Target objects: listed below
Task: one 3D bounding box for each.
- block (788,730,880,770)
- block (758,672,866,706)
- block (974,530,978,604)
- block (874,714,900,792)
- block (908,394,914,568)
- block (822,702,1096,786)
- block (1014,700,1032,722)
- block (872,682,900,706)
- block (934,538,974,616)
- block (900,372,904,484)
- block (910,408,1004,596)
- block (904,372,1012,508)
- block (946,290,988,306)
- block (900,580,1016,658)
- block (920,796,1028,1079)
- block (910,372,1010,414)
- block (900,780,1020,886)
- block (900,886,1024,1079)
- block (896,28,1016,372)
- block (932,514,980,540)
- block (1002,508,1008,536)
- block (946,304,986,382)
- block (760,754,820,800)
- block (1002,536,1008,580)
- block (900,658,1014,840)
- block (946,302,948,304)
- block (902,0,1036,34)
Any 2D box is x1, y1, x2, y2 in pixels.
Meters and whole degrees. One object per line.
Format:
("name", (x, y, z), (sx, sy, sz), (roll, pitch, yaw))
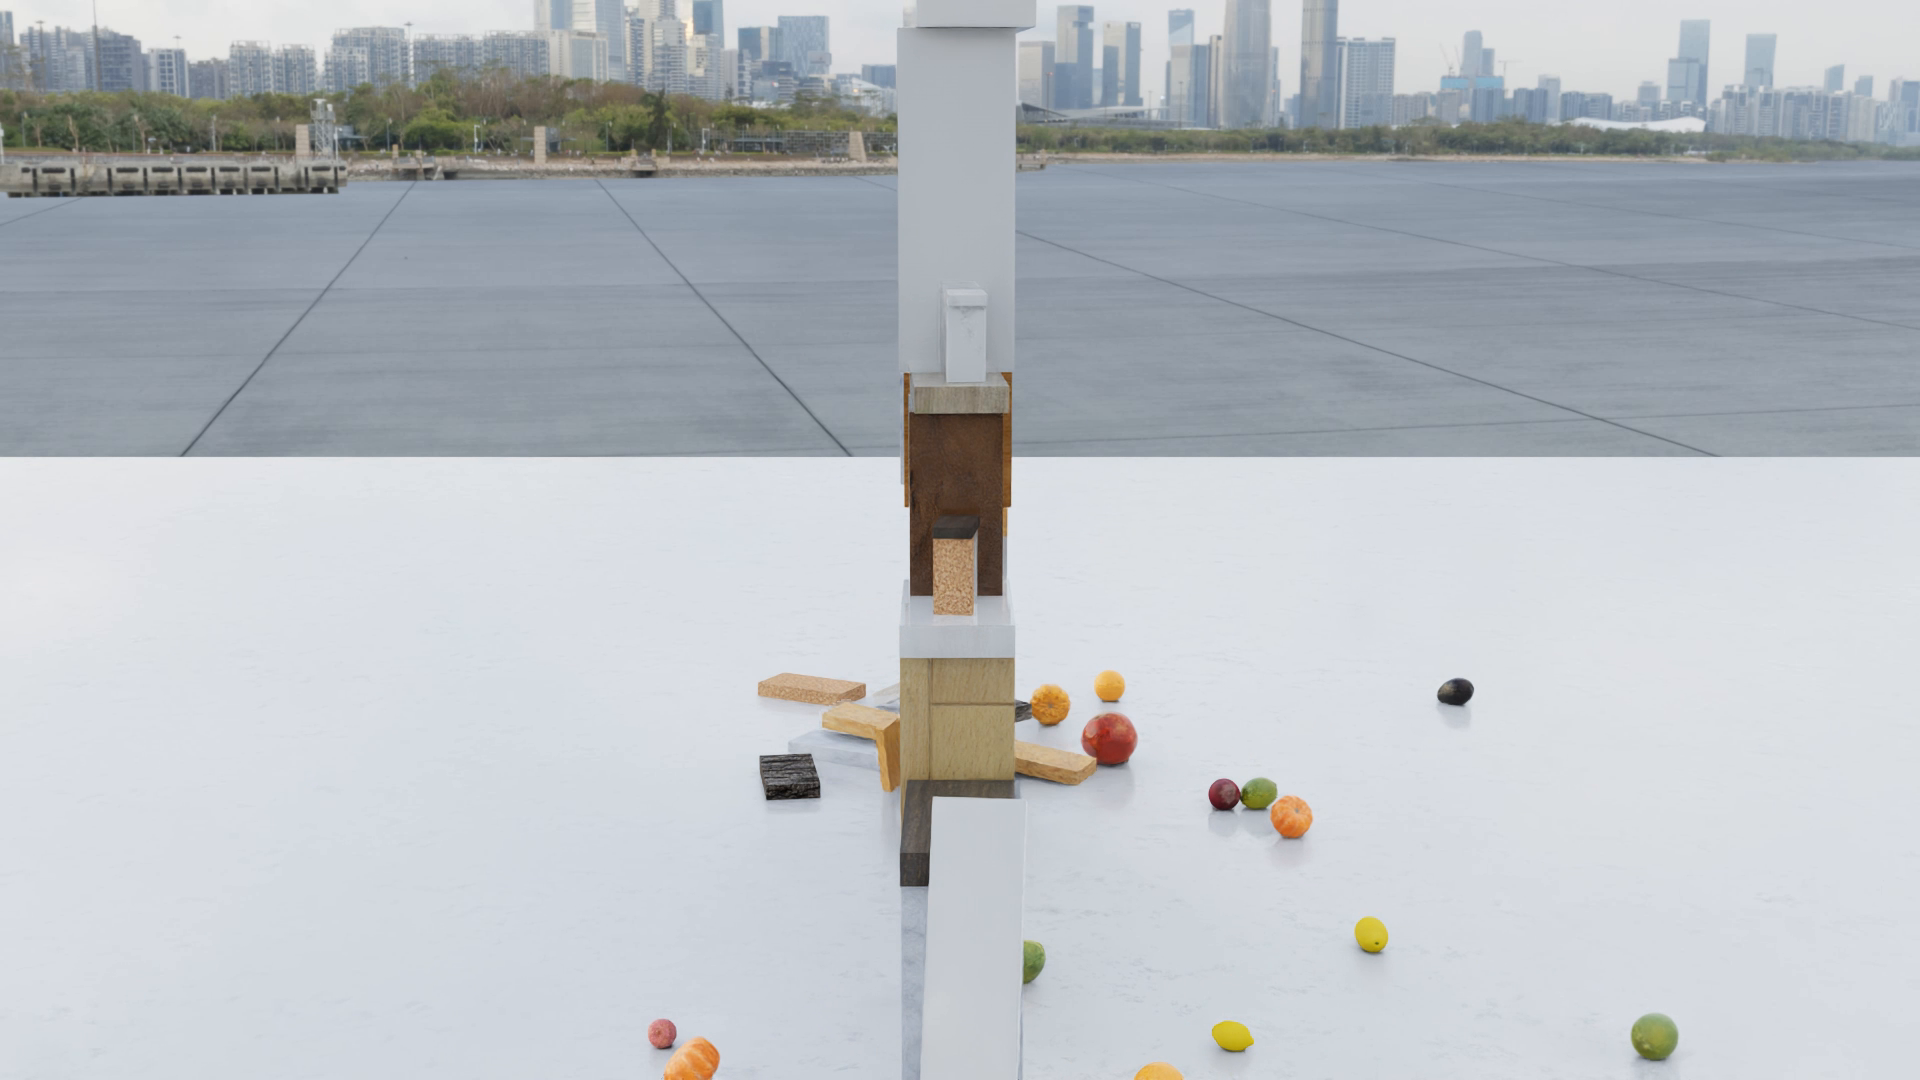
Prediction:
("block", (-0.229, 0.426, 4.470), (0.218, 0.031, 0.109), (6, 12, 28))
("block", (-0.333, 0.337, 4.949), (0.218, 0.031, 0.109), (6, 12, 28))
("block", (-0.002, 0.036, 3.158), (0.055, 0.110, 0.016), (1, 11, 3))
("block", (-0.130, 0.410, 4.236), (0.019, 0.135, 0.068), (8, 26, 31))
("block", (-0.011, -0.002, 3.410), (0.135, 0.449, 0.038), (-1, 10, -3))
("block", (-0.005, 0.407, 4.424), (0.561, 0.029, 0.103), (11, 14, 23))
("block", (0.033, 0.352, 4.682), (0.115, 0.033, 0.230), (-9, 14, -40))
("block", (-0.093, 0.317, 4.761), (0.109, 0.031, 0.267), (-12, -7, -24))
("block", (-0.009, 0.050, 3.084), (0.055, 0.110, 0.016), (2, 11, 8))
("block", (-0.016, -0.265, 3.703), (0.170, 0.339, 0.048), (0, 10, -1))
("block", (-0.006, -0.055, 3.209), (0.135, 0.271, 0.038), (0, 10, 0))
("block", (-0.004, -0.223, 3.475), (0.170, 0.339, 0.048), (0, 10, -1))
("block", (0.009, -0.353, 3.204), (0.056, 0.016, 0.112), (-1, 10, -3))
("block", (-0.004, 0.111, 3.182), (0.160, 0.045, 0.320), (0, 10, 0))
("block", (0.016, 0.548, 2.705), (0.117, 0.458, 0.033), (1, -13, 6))
("block", (-0.004, -0.225, 3.277), (0.135, 0.038, 0.271), (-1, 11, -3))
("block", (0.004, 0.386, 2.920), (0.157, 0.044, 0.313), (0, 11, 0))
("block", (0.003, 0.583, 2.844), (0.157, 0.313, 0.044), (0, 8, 0))
("block", (-0.006, -0.508, 3.303), (0.174, 0.509, 0.049), (-1, 11, -3))
("block", (-0.005, -0.019, 3.112), (0.055, 0.016, 0.110), (1, 10, 6))
("block", (-0.005, -0.056, 3.625), (0.156, 0.044, 0.312), (0, 10, -1))
("block", (0.009, -0.284, 3.182), (0.056, 0.112, 0.016), (-1, 15, -4))
("block", (-0.333, 0.460, 4.286), (0.104, 0.029, 0.207), (-2, 11, -9))
("block", (-0.003, 0.167, 3.559), (0.156, 0.370, 0.044), (0, 10, 0))
("block", (-0.004, 0.310, 3.111), (0.160, 0.320, 0.045), (0, 11, -1))
("block", (0.007, -0.298, 3.256), (0.056, 0.112, 0.016), (0, 14, -2))
("block", (0.010, -0.804, 3.367), (0.174, 0.049, 0.348), (-1, 11, -5))
